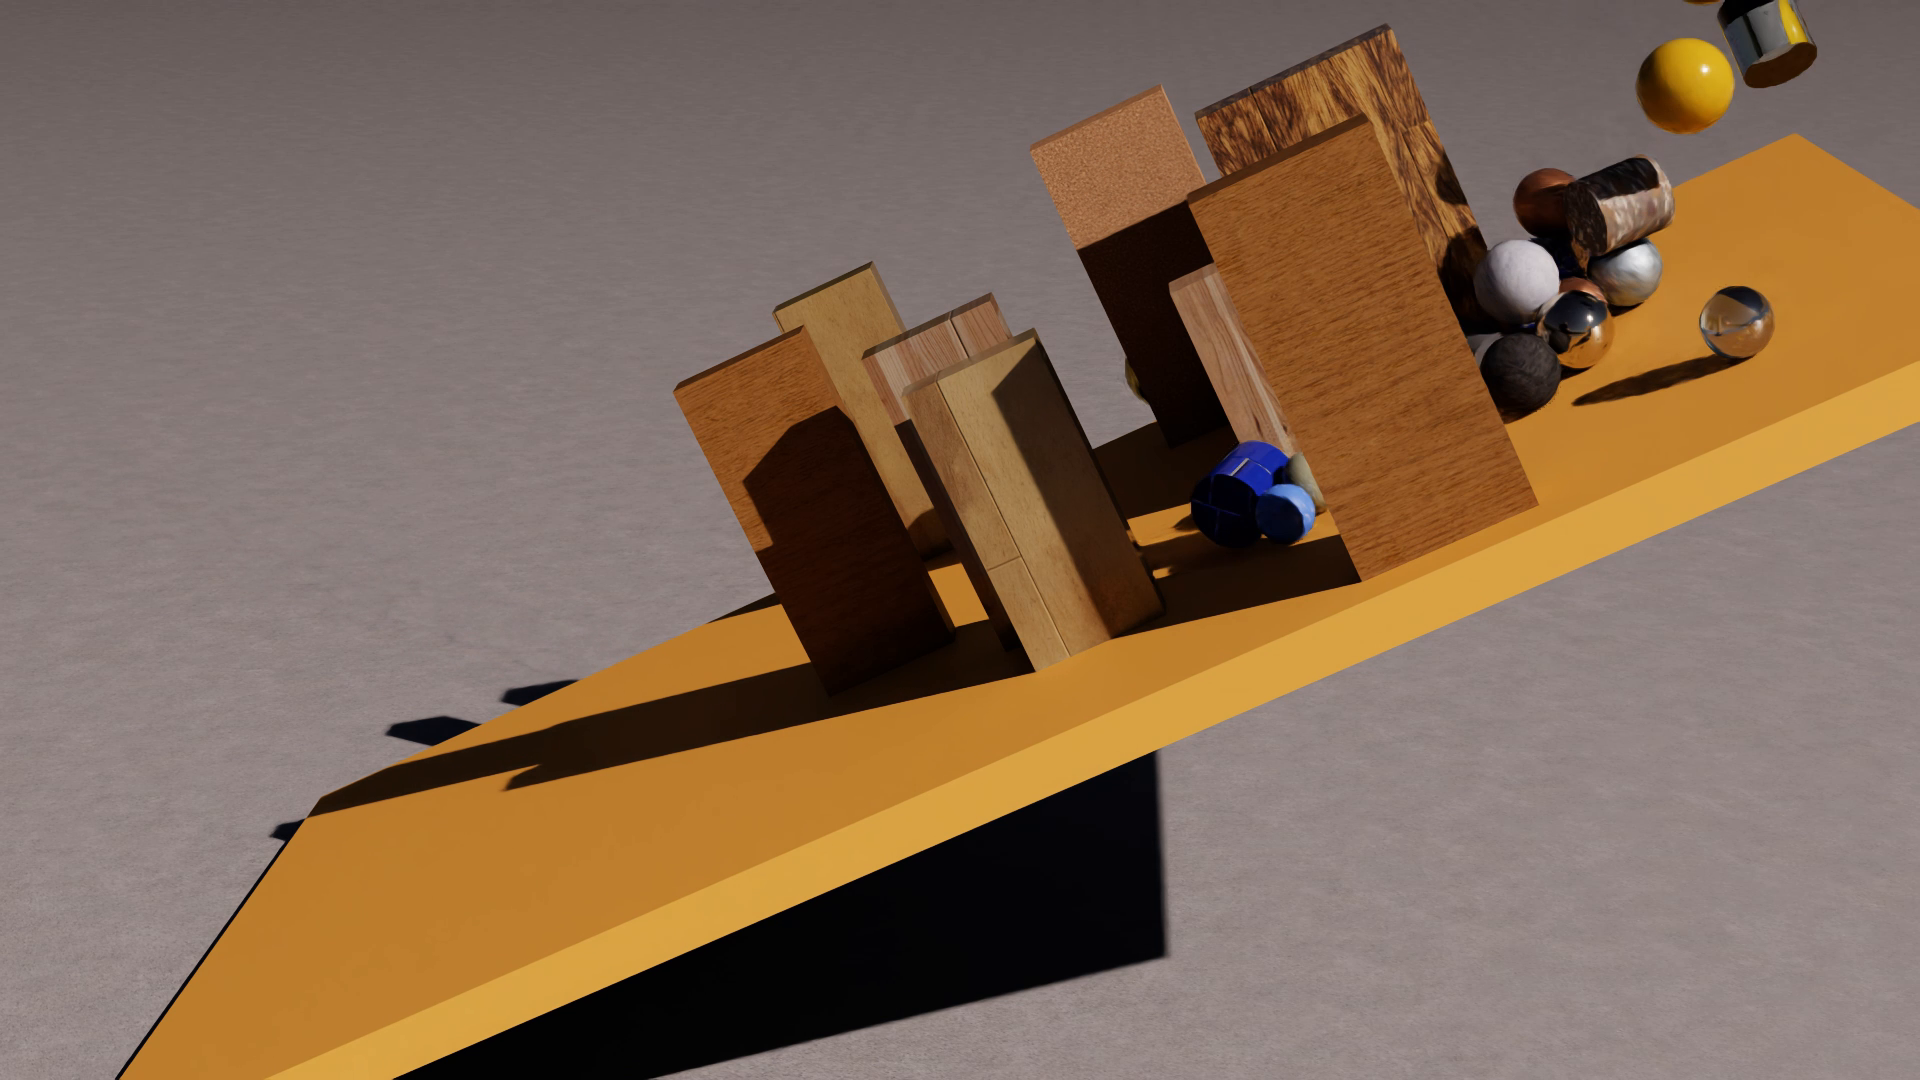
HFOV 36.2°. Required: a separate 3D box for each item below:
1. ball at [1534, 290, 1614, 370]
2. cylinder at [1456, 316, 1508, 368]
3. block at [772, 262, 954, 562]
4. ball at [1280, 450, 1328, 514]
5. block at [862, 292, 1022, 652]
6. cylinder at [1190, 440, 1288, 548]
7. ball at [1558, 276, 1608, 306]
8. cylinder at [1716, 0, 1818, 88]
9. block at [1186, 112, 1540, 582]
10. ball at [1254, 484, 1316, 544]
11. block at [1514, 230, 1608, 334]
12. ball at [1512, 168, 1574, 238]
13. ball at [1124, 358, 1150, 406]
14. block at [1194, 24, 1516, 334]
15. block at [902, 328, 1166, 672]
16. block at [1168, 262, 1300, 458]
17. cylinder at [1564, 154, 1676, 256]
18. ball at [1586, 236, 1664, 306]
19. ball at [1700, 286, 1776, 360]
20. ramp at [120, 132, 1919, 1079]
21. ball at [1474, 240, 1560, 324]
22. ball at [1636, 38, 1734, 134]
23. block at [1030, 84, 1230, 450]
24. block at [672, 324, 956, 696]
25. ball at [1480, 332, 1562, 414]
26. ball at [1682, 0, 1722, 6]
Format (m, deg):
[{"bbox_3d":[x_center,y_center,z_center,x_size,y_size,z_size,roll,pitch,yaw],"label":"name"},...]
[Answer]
[{"bbox_3d":[1.231,-0.420,5.893,0.159,0.159,0.159,0,16,0],"label":"ball"},{"bbox_3d":[1.061,-0.381,6.050,0.130,0.130,0.130,-9,23,-29],"label":"cylinder"},{"bbox_3d":[-0.170,-0.286,6.882,0.252,0.685,0.093,-24,13,9],"label":"block"},{"bbox_3d":[0.698,-0.117,5.811,0.129,0.129,0.129,0,16,0],"label":"ball"},{"bbox_3d":[0.077,-0.132,5.867,0.280,0.664,0.091,-24,13,9],"label":"block"},{"bbox_3d":[0.569,-0.091,5.878,0.163,0.163,0.163,9,30,28],"label":"cylinder"},{"bbox_3d":[1.267,-0.474,6.077,0.138,0.138,0.138,0,16,0],"label":"ball"},{"bbox_3d":[1.563,-0.979,5.697,0.147,0.147,0.147,-14,-24,-6],"label":"cylinder"},{"bbox_3d":[0.719,-0.340,5.244,0.343,0.756,0.119,-24,13,9],"label":"block"},{"bbox_3d":[0.631,-0.052,5.710,0.117,0.117,0.117,0,16,0],"label":"ball"},{"bbox_3d":[1.262,-0.544,6.267,0.178,0.178,0.178,-20,15,25],"label":"block"},{"bbox_3d":[1.247,-0.714,6.233,0.148,0.148,0.148,0,16,0],"label":"ball"},{"bbox_3d":[0.512,-0.429,7.313,0.205,0.205,0.205,0,16,0],"label":"ball"},{"bbox_3d":[0.860,-0.673,6.308,0.447,0.731,0.125,-24,13,9],"label":"block"},{"bbox_3d":[0.145,-0.075,5.658,0.277,0.601,0.093,-24,13,9],"label":"block"},{"bbox_3d":[0.712,-0.408,6.187,0.388,0.453,0.119,-24,13,9],"label":"block"},{"bbox_3d":[1.355,-0.688,6.048,0.162,0.162,0.162,-23,22,-13],"label":"cylinder"},{"bbox_3d":[1.389,-0.565,6.142,0.155,0.155,0.155,0,16,0],"label":"ball"},{"bbox_3d":[1.447,-0.405,5.474,0.137,0.137,0.137,0,16,0],"label":"ball"},{"bbox_3d":[0.136,0.169,6.282,4.000,0.100,2.000,-24,13,9],"label":"ramp"},{"bbox_3d":[1.131,-0.524,5.976,0.173,0.173,0.173,0,16,0],"label":"ball"},{"bbox_3d":[1.501,-0.940,6.091,0.199,0.199,0.199,0,16,0],"label":"ball"},{"bbox_3d":[0.474,-0.626,6.779,0.328,0.768,0.109,-24,13,9],"label":"block"},{"bbox_3d":[-0.299,-0.057,6.151,0.294,0.729,0.088,-24,13,9],"label":"block"},{"bbox_3d":[1.102,-0.329,5.788,0.158,0.158,0.158,0,16,0],"label":"ball"},{"bbox_3d":[1.461,-1.137,5.771,0.173,0.173,0.173,0,16,0],"label":"ball"}]
